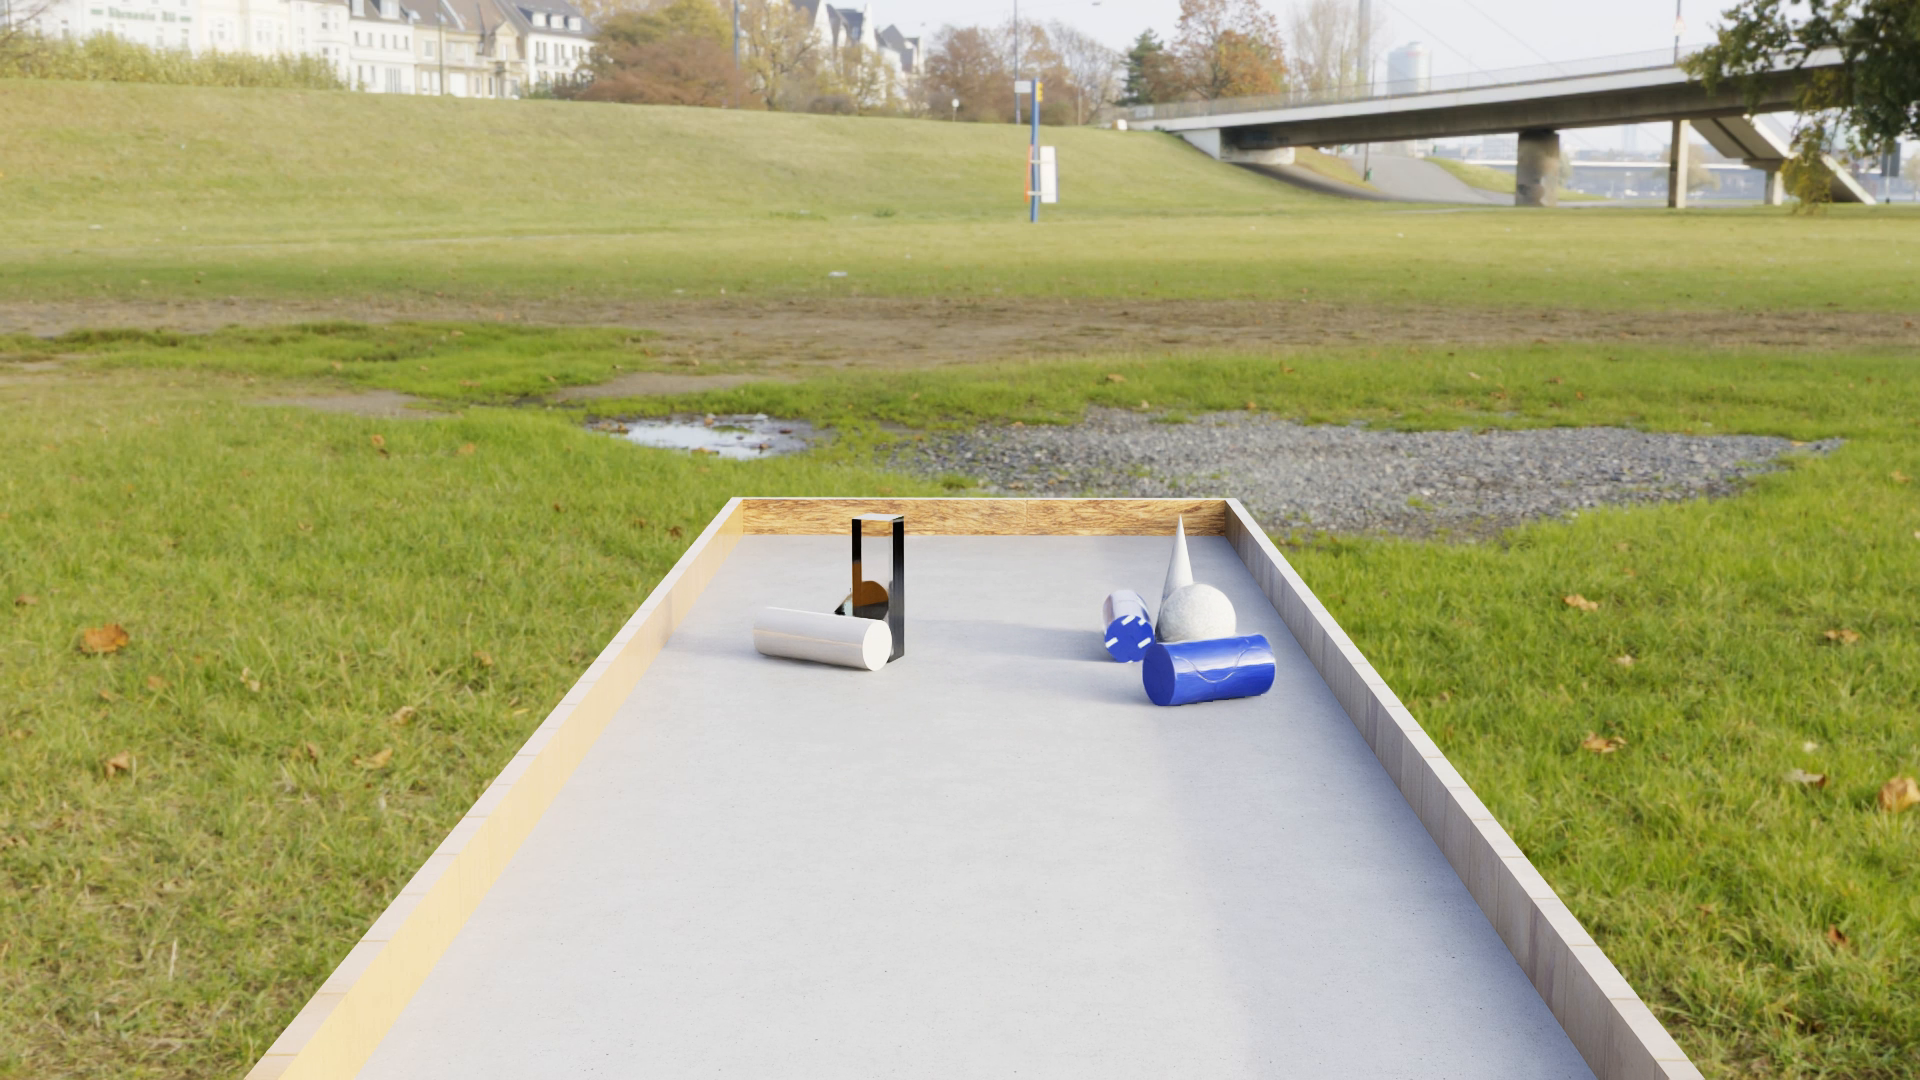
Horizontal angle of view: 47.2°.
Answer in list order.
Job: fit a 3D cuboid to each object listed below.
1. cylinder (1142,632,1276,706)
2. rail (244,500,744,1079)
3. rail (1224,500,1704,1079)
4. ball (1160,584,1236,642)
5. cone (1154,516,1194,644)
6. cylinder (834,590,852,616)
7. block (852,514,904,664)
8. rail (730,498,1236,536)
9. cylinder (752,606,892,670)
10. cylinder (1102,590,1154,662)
[{"bbox_3d":[0.696,0.362,6.167,0.330,0.175,0.175,-5,10,-27],"label":"cylinder"},{"bbox_3d":[-1.004,0.839,3.234,0.050,0.150,12.000,0,9,1],"label":"rail"},{"bbox_3d":[1.046,0.843,3.208,0.050,0.150,12.000,0,9,1],"label":"rail"},{"bbox_3d":[0.723,0.249,6.700,0.232,0.232,0.232,0,9,0],"label":"ball"},{"bbox_3d":[0.688,0.123,6.895,0.168,0.418,0.168,0,9,0],"label":"cone"},{"bbox_3d":[-0.310,0.231,7.074,0.150,0.150,0.421,1,9,5],"label":"cylinder"},{"bbox_3d":[-0.249,0.145,6.698,0.120,0.436,0.120,4,10,21],"label":"block"},{"bbox_3d":[0.099,-0.098,9.147,2.100,0.150,0.050,0,9,1],"label":"rail"},{"bbox_3d":[-0.419,0.297,6.656,0.409,0.151,0.151,6,11,32],"label":"cylinder"},{"bbox_3d":[0.521,0.266,6.858,0.148,0.148,0.427,0,9,2],"label":"cylinder"}]
